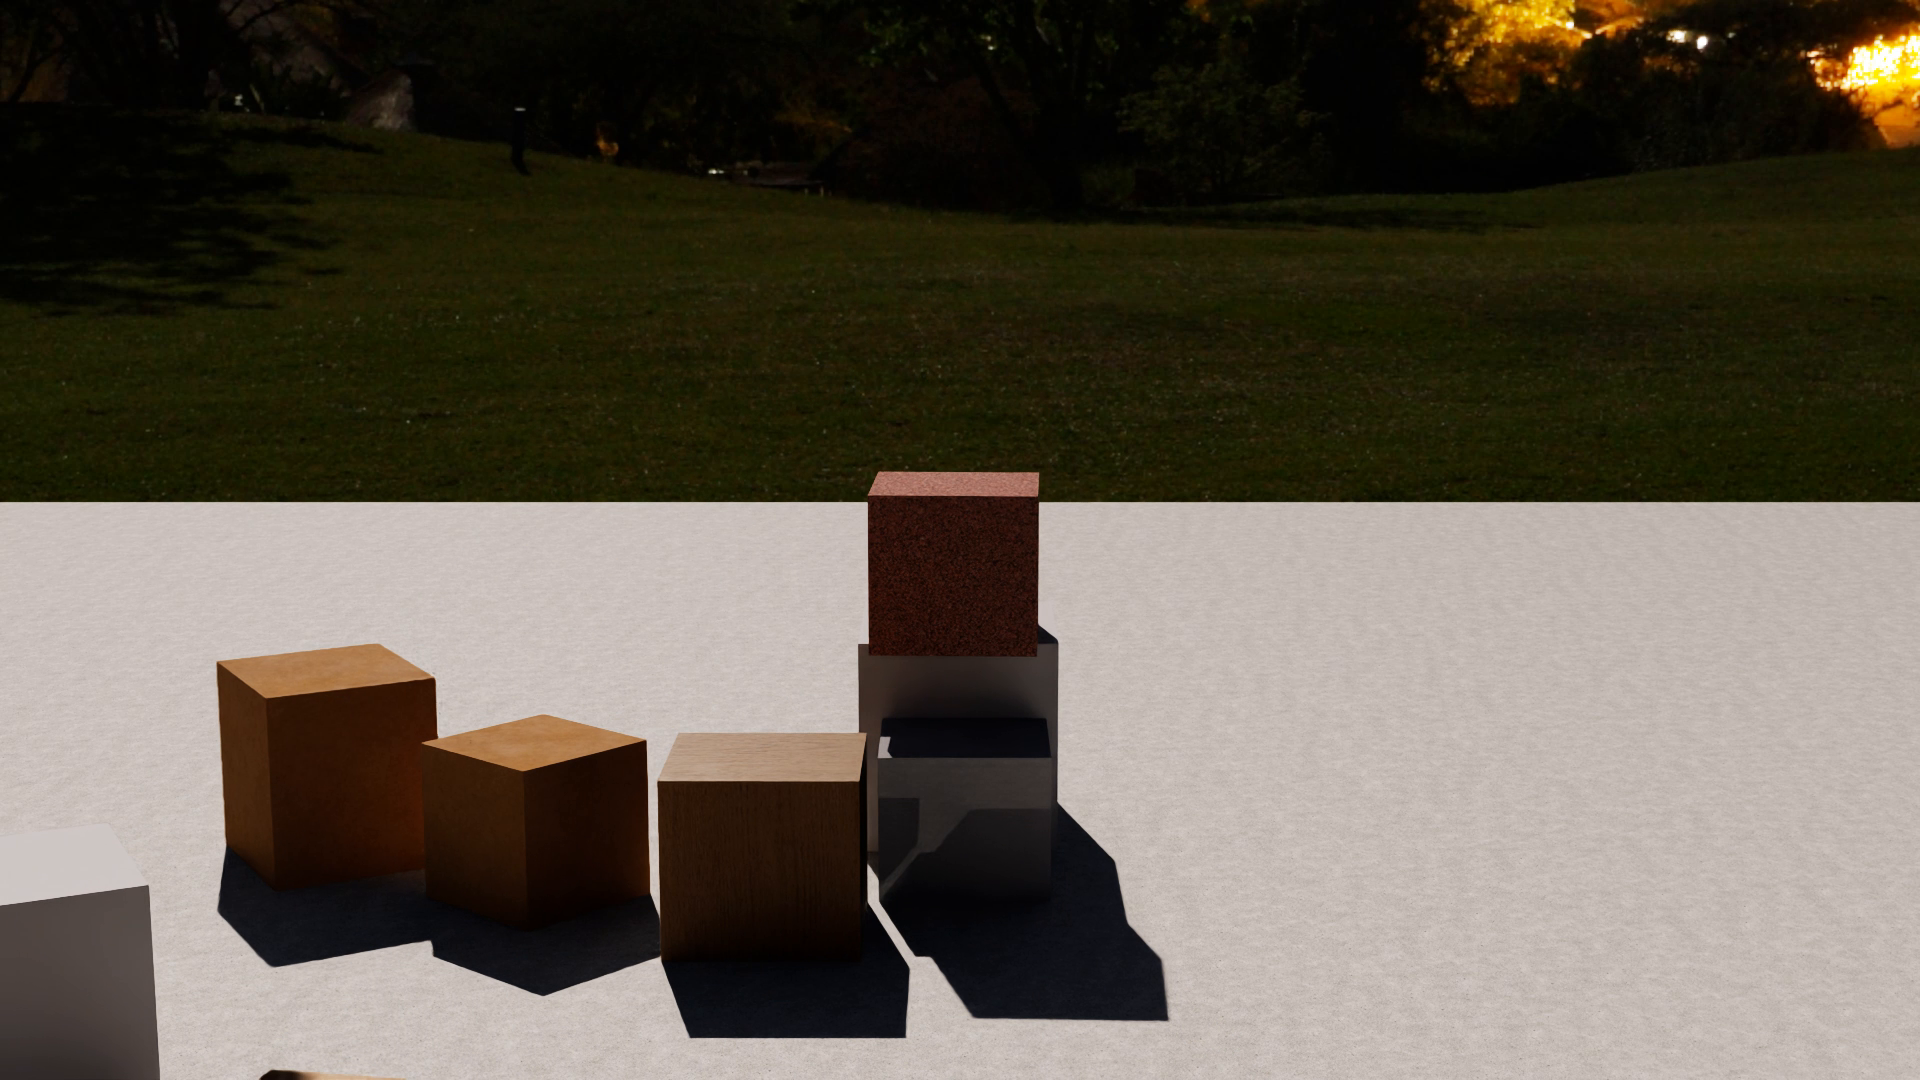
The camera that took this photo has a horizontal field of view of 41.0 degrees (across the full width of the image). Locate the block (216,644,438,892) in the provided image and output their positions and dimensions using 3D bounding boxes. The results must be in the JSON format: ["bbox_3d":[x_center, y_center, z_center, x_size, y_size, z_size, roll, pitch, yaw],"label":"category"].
[{"bbox_3d":[-2.855,1.008,11.602,0.754,0.866,0.820,-6,12,-30],"label":"block"}]

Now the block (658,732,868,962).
[{"bbox_3d":[-0.797,1.254,10.580,0.799,0.748,0.755,0,10,0],"label":"block"}]

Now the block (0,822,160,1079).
[{"bbox_3d":[-3.339,1.525,9.059,0.814,0.759,0.837,-5,12,-27],"label":"block"}]

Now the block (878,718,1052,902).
[{"bbox_3d":[0.020,1.179,11.305,0.739,0.636,0.683,0,10,0],"label":"block"}]

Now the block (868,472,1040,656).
[{"bbox_3d":[-0.019,0.099,11.583,0.743,0.716,0.679,0,10,2],"label":"block"}]

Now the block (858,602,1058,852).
[{"bbox_3d":[-0.008,0.862,12.106,0.904,0.972,0.932,0,10,0],"label":"block"}]

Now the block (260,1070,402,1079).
[{"bbox_3d":[-1.763,1.930,7.122,0.617,0.653,0.694,2,10,11],"label":"block"}]

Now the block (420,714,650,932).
[{"bbox_3d":[-1.825,1.200,11.048,0.687,0.686,0.676,9,14,41],"label":"block"}]
